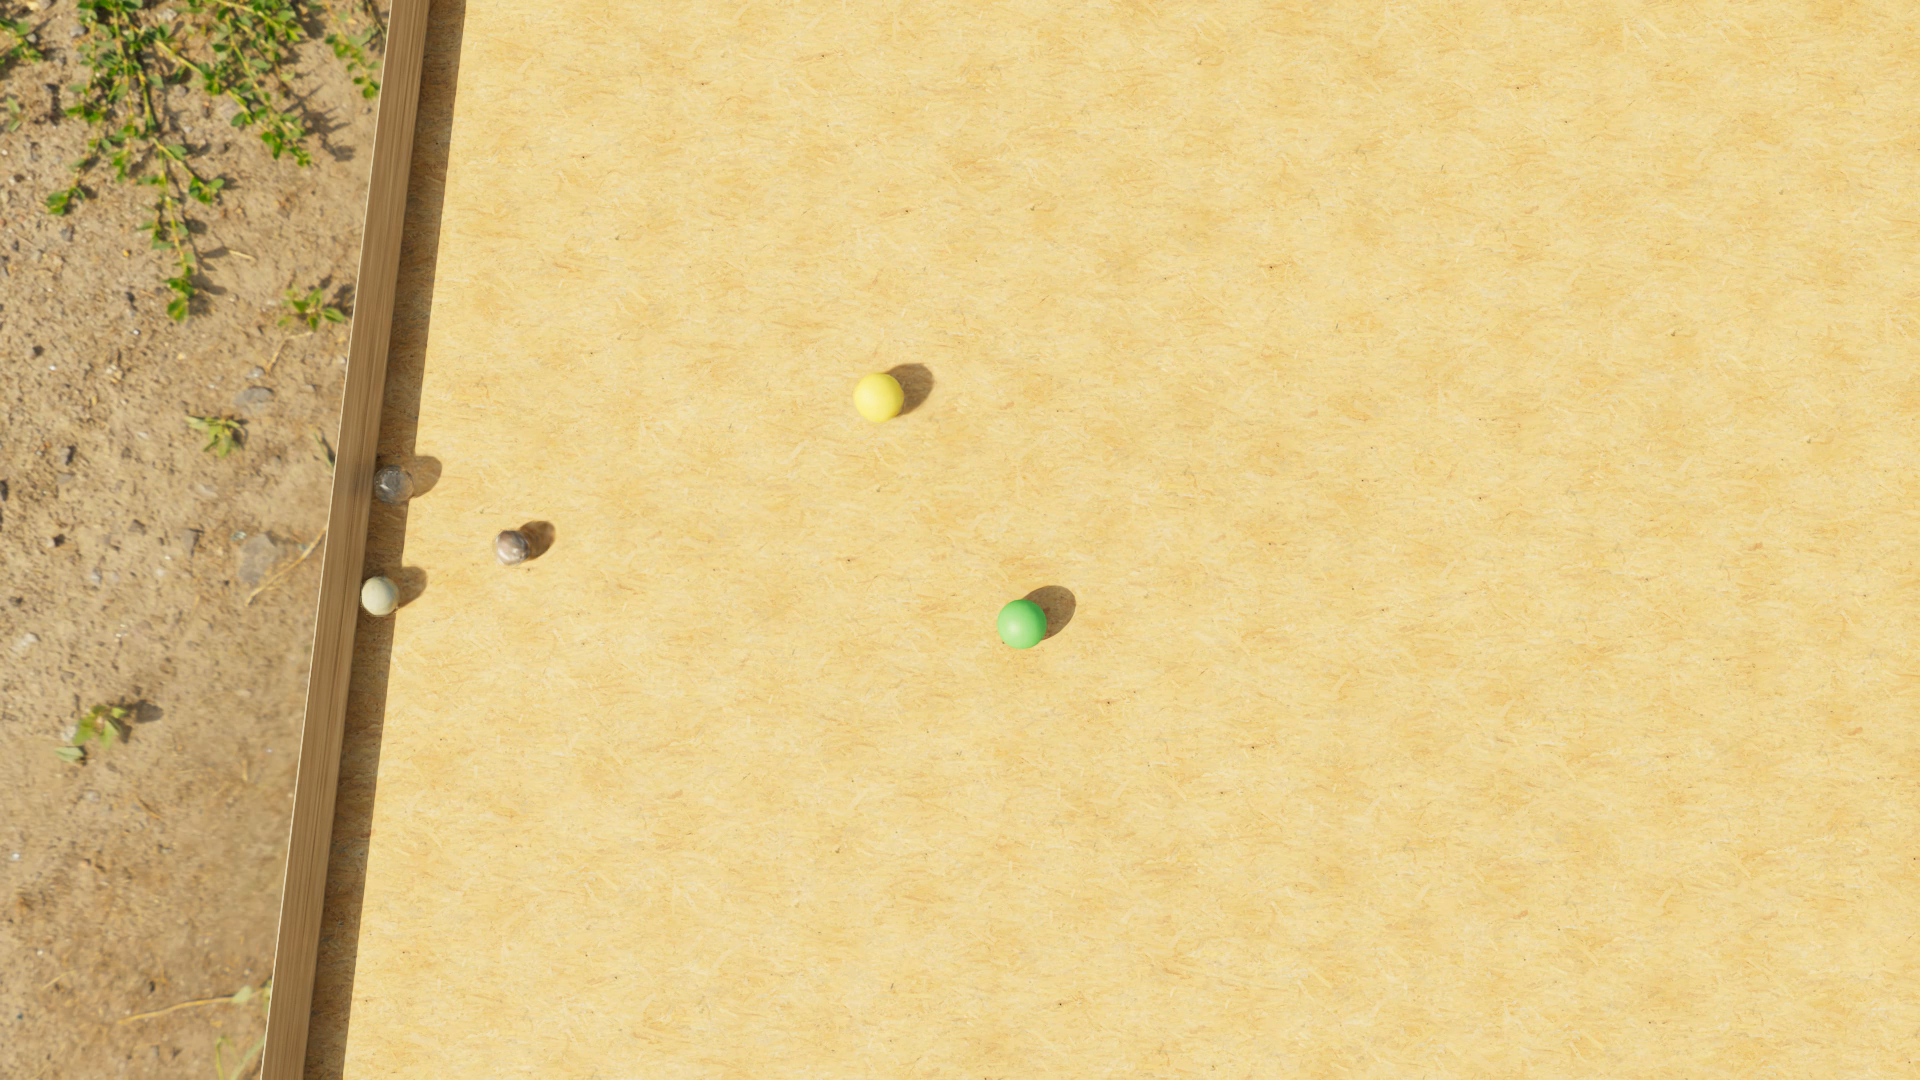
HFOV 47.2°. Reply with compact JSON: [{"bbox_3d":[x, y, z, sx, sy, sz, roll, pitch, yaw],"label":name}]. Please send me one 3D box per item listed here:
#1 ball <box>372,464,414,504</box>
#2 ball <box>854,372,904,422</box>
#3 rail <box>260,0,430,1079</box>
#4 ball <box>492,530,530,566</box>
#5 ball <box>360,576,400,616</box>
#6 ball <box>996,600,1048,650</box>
[{"bbox_3d":[-0.851,-0.083,3.303,0.060,0.060,0.060,0,80,0],"label":"ball"},{"bbox_3d":[-0.122,-0.215,3.318,0.075,0.075,0.075,0,80,0],"label":"ball"},{"bbox_3d":[-0.900,-0.065,3.280,0.045,0.097,2.038,4,80,1],"label":"rail"},{"bbox_3d":[-0.671,0.012,3.288,0.056,0.056,0.056,0,80,0],"label":"ball"},{"bbox_3d":[-0.864,0.083,3.274,0.059,0.059,0.059,0,80,0],"label":"ball"},{"bbox_3d":[0.092,0.125,3.259,0.075,0.075,0.075,0,80,0],"label":"ball"}]
